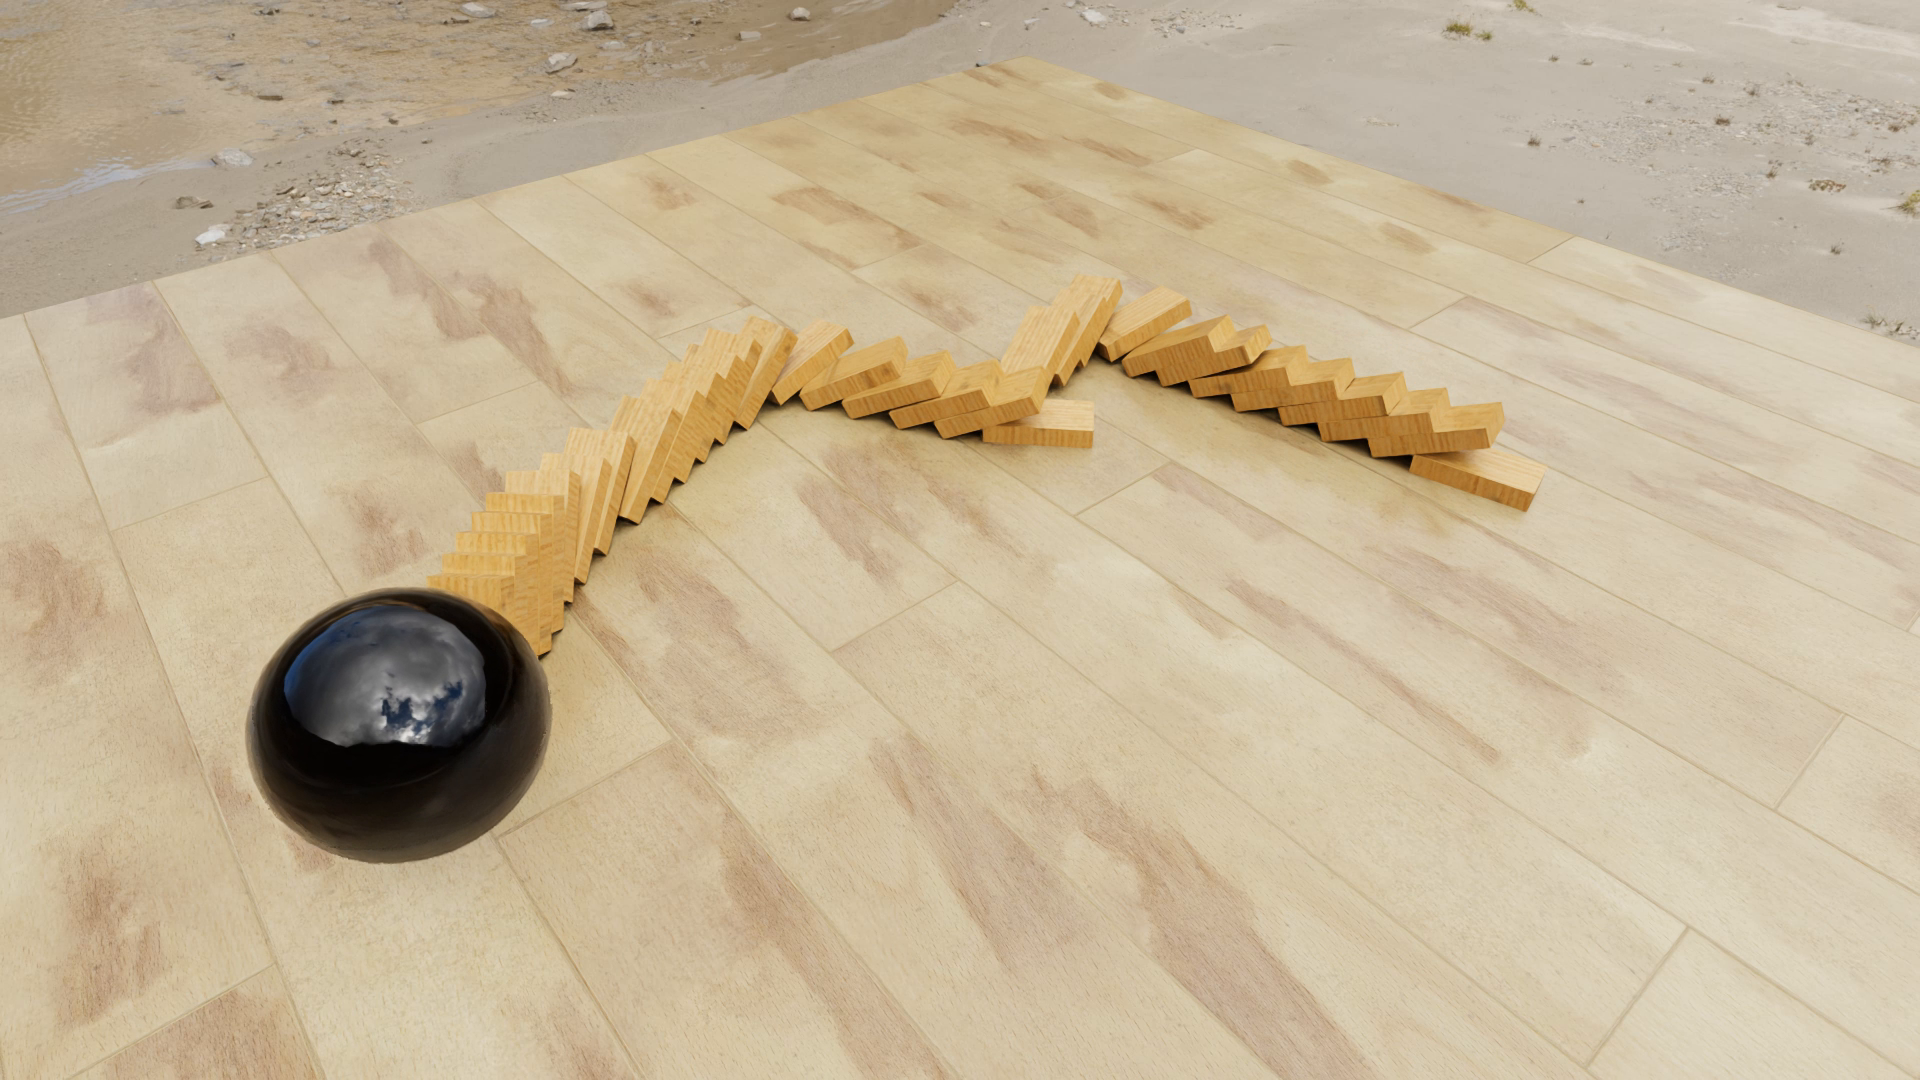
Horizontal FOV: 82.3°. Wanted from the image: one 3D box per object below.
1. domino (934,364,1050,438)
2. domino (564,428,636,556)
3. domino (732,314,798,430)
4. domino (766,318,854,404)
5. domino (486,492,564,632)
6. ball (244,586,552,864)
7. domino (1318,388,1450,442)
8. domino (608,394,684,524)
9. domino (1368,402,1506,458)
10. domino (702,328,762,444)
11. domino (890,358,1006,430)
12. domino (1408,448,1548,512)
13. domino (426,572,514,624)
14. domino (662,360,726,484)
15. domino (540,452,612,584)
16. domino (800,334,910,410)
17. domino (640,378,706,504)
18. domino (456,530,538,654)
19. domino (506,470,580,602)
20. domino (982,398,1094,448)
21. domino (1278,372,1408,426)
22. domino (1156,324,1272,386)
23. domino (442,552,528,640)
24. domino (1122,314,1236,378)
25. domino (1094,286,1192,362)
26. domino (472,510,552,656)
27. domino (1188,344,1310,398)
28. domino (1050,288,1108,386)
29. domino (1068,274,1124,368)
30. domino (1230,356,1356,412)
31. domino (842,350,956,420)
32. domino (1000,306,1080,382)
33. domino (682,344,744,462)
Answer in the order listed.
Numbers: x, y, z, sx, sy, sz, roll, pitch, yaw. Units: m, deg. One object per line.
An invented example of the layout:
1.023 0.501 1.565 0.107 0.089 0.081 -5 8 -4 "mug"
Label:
0.015 -0.063 0.502 0.050 0.010 0.025 -12 37 29 "domino"
-0.151 -0.020 0.448 0.025 0.009 0.050 6 72 8 "domino"
-0.099 -0.079 0.518 0.025 0.009 0.050 24 82 26 "domino"
-0.078 -0.087 0.536 0.050 0.010 0.025 -44 44 -21 "domino"
-0.160 0.008 0.404 0.025 0.050 0.010 3 5 3 "domino"
-0.162 0.053 0.323 0.080 0.080 0.080 0 39 0 "ball"
0.191 -0.056 0.495 0.050 0.009 0.025 -2 30 43 "domino"
-0.138 -0.034 0.463 0.025 0.010 0.050 16 78 18 "domino"
0.209 -0.048 0.484 0.050 0.009 0.025 -2 30 43 "domino"
-0.113 -0.071 0.508 0.025 0.010 0.050 15 78 19 "domino"
-0.006 -0.067 0.507 0.050 0.010 0.025 -10 37 31 "domino"
0.227 -0.031 0.481 0.050 0.010 0.025 24 45 26 "domino"
-0.164 0.037 0.369 0.025 0.050 0.010 2 6 3 "domino"
-0.125 -0.052 0.485 0.025 0.010 0.050 15 78 18 "domino"
-0.156 -0.009 0.434 0.025 0.010 0.050 5 72 6 "domino"
-0.050 -0.080 0.524 0.050 0.010 0.025 -17 34 21 "domino"
-0.131 -0.043 0.474 0.025 0.010 0.050 16 79 18 "domino"
-0.163 0.022 0.387 0.025 0.050 0.009 2 6 3 "domino"
-0.161 -0.001 0.420 0.025 0.009 0.050 -2 78 5 "domino"
0.037 -0.055 0.510 0.050 0.010 0.025 4 39 5 "domino"
0.175 -0.064 0.504 0.050 0.010 0.025 -2 29 45 "domino"
0.122 -0.089 0.531 0.050 0.009 0.025 -10 25 46 "domino"
-0.163 0.030 0.378 0.025 0.050 0.010 2 6 3 "domino"
0.107 -0.095 0.539 0.050 0.010 0.025 -10 25 45 "domino"
0.091 -0.112 0.565 0.050 0.010 0.025 -31 37 -8 "domino"
-0.161 0.015 0.395 0.025 0.050 0.010 3 5 3 "domino"
0.138 -0.080 0.525 0.050 0.009 0.025 -2 31 42 "domino"
0.051 -0.101 0.547 0.025 0.010 0.050 18 69 33 "domino"
0.061 -0.112 0.561 0.025 0.010 0.050 15 67 32 "domino"
0.156 -0.073 0.515 0.050 0.010 0.025 -3 30 41 "domino"
-0.029 -0.073 0.515 0.050 0.010 0.025 -10 36 30 "domino"
0.036 -0.091 0.534 0.025 0.010 0.050 14 66 31 "domino"
-0.119 -0.062 0.497 0.025 0.009 0.050 16 79 19 "domino"
